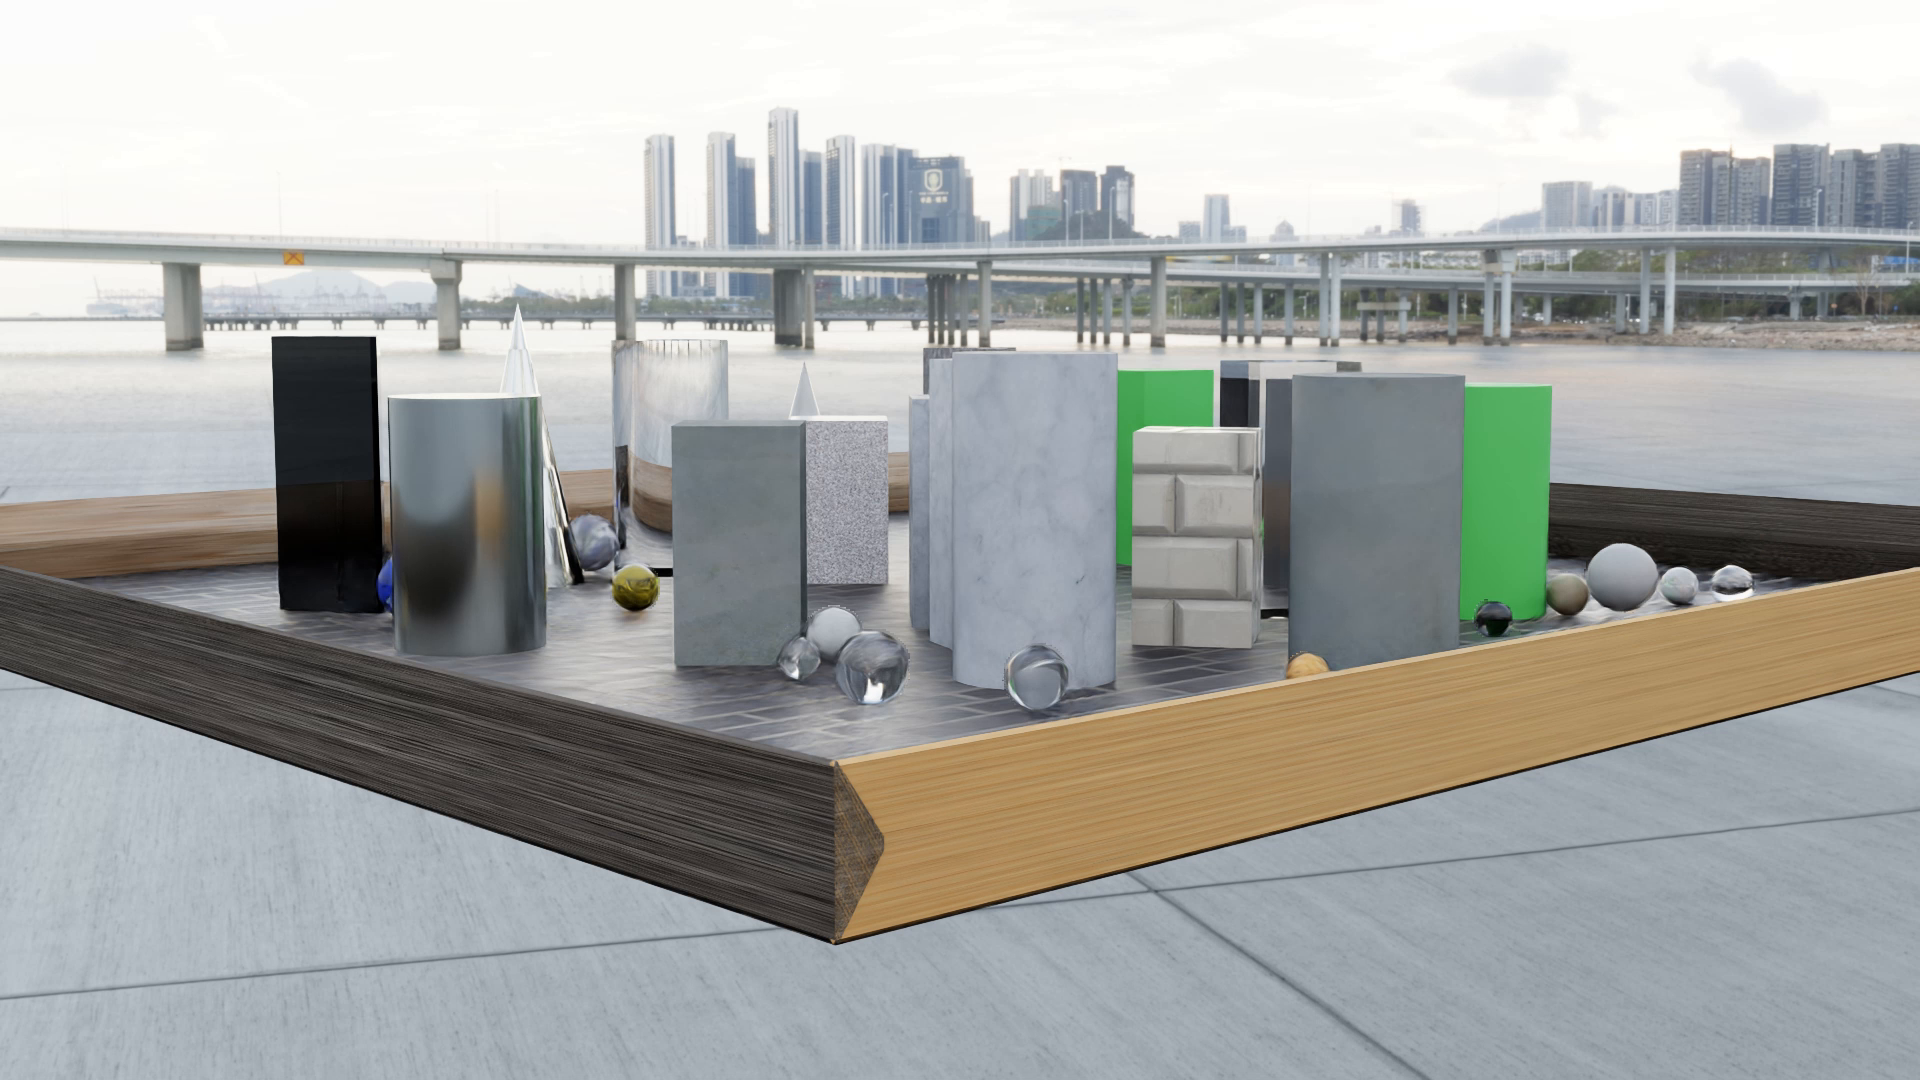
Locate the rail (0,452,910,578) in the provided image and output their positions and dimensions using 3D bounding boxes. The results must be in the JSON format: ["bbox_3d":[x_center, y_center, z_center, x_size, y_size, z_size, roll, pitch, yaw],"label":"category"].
[{"bbox_3d":[-0.841,-0.061,4.238,2.570,0.130,0.045,-5,8,-42],"label":"rail"}]

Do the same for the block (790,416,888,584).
[{"bbox_3d":[-0.201,-0.070,3.672,0.160,0.267,0.160,0,6,-3],"label":"block"}]

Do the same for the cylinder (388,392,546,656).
[{"bbox_3d":[-0.654,-0.025,2.925,0.200,0.333,0.200,0,6,0],"label":"cylinder"}]

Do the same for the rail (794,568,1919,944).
[{"bbox_3d":[0.841,0.128,2.426,2.570,0.130,0.045,-5,8,-42],"label":"rail"}]

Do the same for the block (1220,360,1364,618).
[{"bbox_3d":[0.489,-0.080,3.270,0.160,0.371,0.160,-1,6,-14],"label":"block"}]

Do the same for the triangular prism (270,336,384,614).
[{"bbox_3d":[-0.914,-0.104,3.317,0.173,0.408,0.150,2,6,17],"label":"triangular prism"}]

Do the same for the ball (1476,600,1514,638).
[{"bbox_3d":[0.730,0.109,3.006,0.051,0.051,0.051,0,6,0],"label":"ball"}]

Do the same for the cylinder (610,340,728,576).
[{"bbox_3d":[-0.496,-0.145,3.774,0.200,0.396,0.200,0,6,0],"label":"cylinder"}]

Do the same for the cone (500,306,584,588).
[{"bbox_3d":[-0.720,-0.159,3.601,0.200,0.459,0.200,0,6,0],"label":"cone"}]

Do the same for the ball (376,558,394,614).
[{"bbox_3d":[-0.791,0.066,3.176,0.100,0.100,0.100,0,6,0],"label":"ball"}]

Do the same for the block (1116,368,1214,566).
[{"bbox_3d":[0.338,-0.134,3.928,0.160,0.341,0.160,-4,7,-35],"label":"block"}]

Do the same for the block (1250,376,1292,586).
[{"bbox_3d":[0.590,-0.100,3.624,0.160,0.337,0.160,5,8,42],"label":"block"}]

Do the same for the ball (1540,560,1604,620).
[{"bbox_3d":[0.892,0.080,3.225,0.099,0.099,0.099,0,6,0],"label":"ball"}]

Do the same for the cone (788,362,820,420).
[{"bbox_3d":[-0.280,-0.147,3.979,0.200,0.357,0.200,0,6,0],"label":"cone"}]

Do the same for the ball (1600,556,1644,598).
[{"bbox_3d":[0.961,0.054,3.193,0.062,0.062,0.062,0,6,0],"label":"ball"}]

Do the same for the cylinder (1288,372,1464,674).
[{"bbox_3d":[0.491,-0.010,2.601,0.200,0.370,0.200,0,6,0],"label":"cylinder"}]

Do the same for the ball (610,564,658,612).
[{"bbox_3d":[-0.483,0.071,3.268,0.071,0.071,0.071,0,6,0],"label":"ball"}]

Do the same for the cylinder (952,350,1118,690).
[{"bbox_3d":[0.090,-0.029,2.668,0.200,0.395,0.200,0,6,0],"label":"cylinder"}]

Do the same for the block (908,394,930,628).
[{"bbox_3d":[0.009,-0.045,3.162,0.160,0.323,0.160,0,6,-3],"label":"block"}]

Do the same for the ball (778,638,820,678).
[{"bbox_3d":[-0.195,0.143,2.670,0.050,0.050,0.050,0,6,0],"label":"ball"}]

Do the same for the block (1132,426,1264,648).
[{"bbox_3d":[0.324,-0.008,2.993,0.160,0.285,0.160,1,6,12],"label":"block"}]

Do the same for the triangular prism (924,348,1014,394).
[{"bbox_3d":[0.050,-0.145,3.840,0.173,0.381,0.150,5,7,37],"label":"triangular prism"}]

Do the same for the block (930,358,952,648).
[{"bbox_3d":[0.063,-0.048,2.916,0.160,0.381,0.160,-2,6,-22],"label":"block"}]

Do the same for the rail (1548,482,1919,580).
[{"bbox_3d":[0.927,-0.055,4.183,0.045,0.130,2.527,-5,8,-42],"label":"rail"}]

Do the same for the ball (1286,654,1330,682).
[{"bbox_3d":[0.400,0.156,2.529,0.051,0.051,0.051,0,6,0],"label":"ball"}]

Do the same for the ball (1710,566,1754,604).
[{"bbox_3d":[1.169,0.069,3.328,0.062,0.062,0.062,0,6,0],"label":"ball"}]

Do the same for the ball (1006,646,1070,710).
[{"bbox_3d":[0.086,0.154,2.465,0.072,0.072,0.072,0,6,0],"label":"ball"}]

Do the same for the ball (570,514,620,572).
[{"bbox_3d":[-0.625,0.005,3.718,0.096,0.096,0.096,0,6,0],"label":"ball"}]

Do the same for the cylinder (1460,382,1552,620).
[{"bbox_3d":[0.770,-0.062,3.258,0.200,0.337,0.200,0,6,0],"label":"cylinder"}]

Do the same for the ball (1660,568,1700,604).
[{"bbox_3d":[1.094,0.070,3.343,0.057,0.057,0.057,0,6,0],"label":"ball"}]

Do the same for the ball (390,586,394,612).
[{"bbox_3d":[-0.752,0.079,3.084,0.093,0.093,0.093,0,6,0],"label":"ball"}]

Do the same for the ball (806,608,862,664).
[{"bbox_3d":[-0.159,0.121,2.786,0.070,0.070,0.070,0,6,0],"label":"ball"}]

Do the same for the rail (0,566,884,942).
[{"bbox_3d":[-0.927,0.122,2.481,0.045,0.130,2.527,-5,8,-42],"label":"rail"}]

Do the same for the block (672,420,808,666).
[{"bbox_3d":[-0.282,0.000,2.837,0.160,0.302,0.160,0,6,-1],"label":"block"}]

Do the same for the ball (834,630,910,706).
[{"bbox_3d":[-0.100,0.145,2.493,0.084,0.084,0.084,0,6,0],"label":"ball"}]
